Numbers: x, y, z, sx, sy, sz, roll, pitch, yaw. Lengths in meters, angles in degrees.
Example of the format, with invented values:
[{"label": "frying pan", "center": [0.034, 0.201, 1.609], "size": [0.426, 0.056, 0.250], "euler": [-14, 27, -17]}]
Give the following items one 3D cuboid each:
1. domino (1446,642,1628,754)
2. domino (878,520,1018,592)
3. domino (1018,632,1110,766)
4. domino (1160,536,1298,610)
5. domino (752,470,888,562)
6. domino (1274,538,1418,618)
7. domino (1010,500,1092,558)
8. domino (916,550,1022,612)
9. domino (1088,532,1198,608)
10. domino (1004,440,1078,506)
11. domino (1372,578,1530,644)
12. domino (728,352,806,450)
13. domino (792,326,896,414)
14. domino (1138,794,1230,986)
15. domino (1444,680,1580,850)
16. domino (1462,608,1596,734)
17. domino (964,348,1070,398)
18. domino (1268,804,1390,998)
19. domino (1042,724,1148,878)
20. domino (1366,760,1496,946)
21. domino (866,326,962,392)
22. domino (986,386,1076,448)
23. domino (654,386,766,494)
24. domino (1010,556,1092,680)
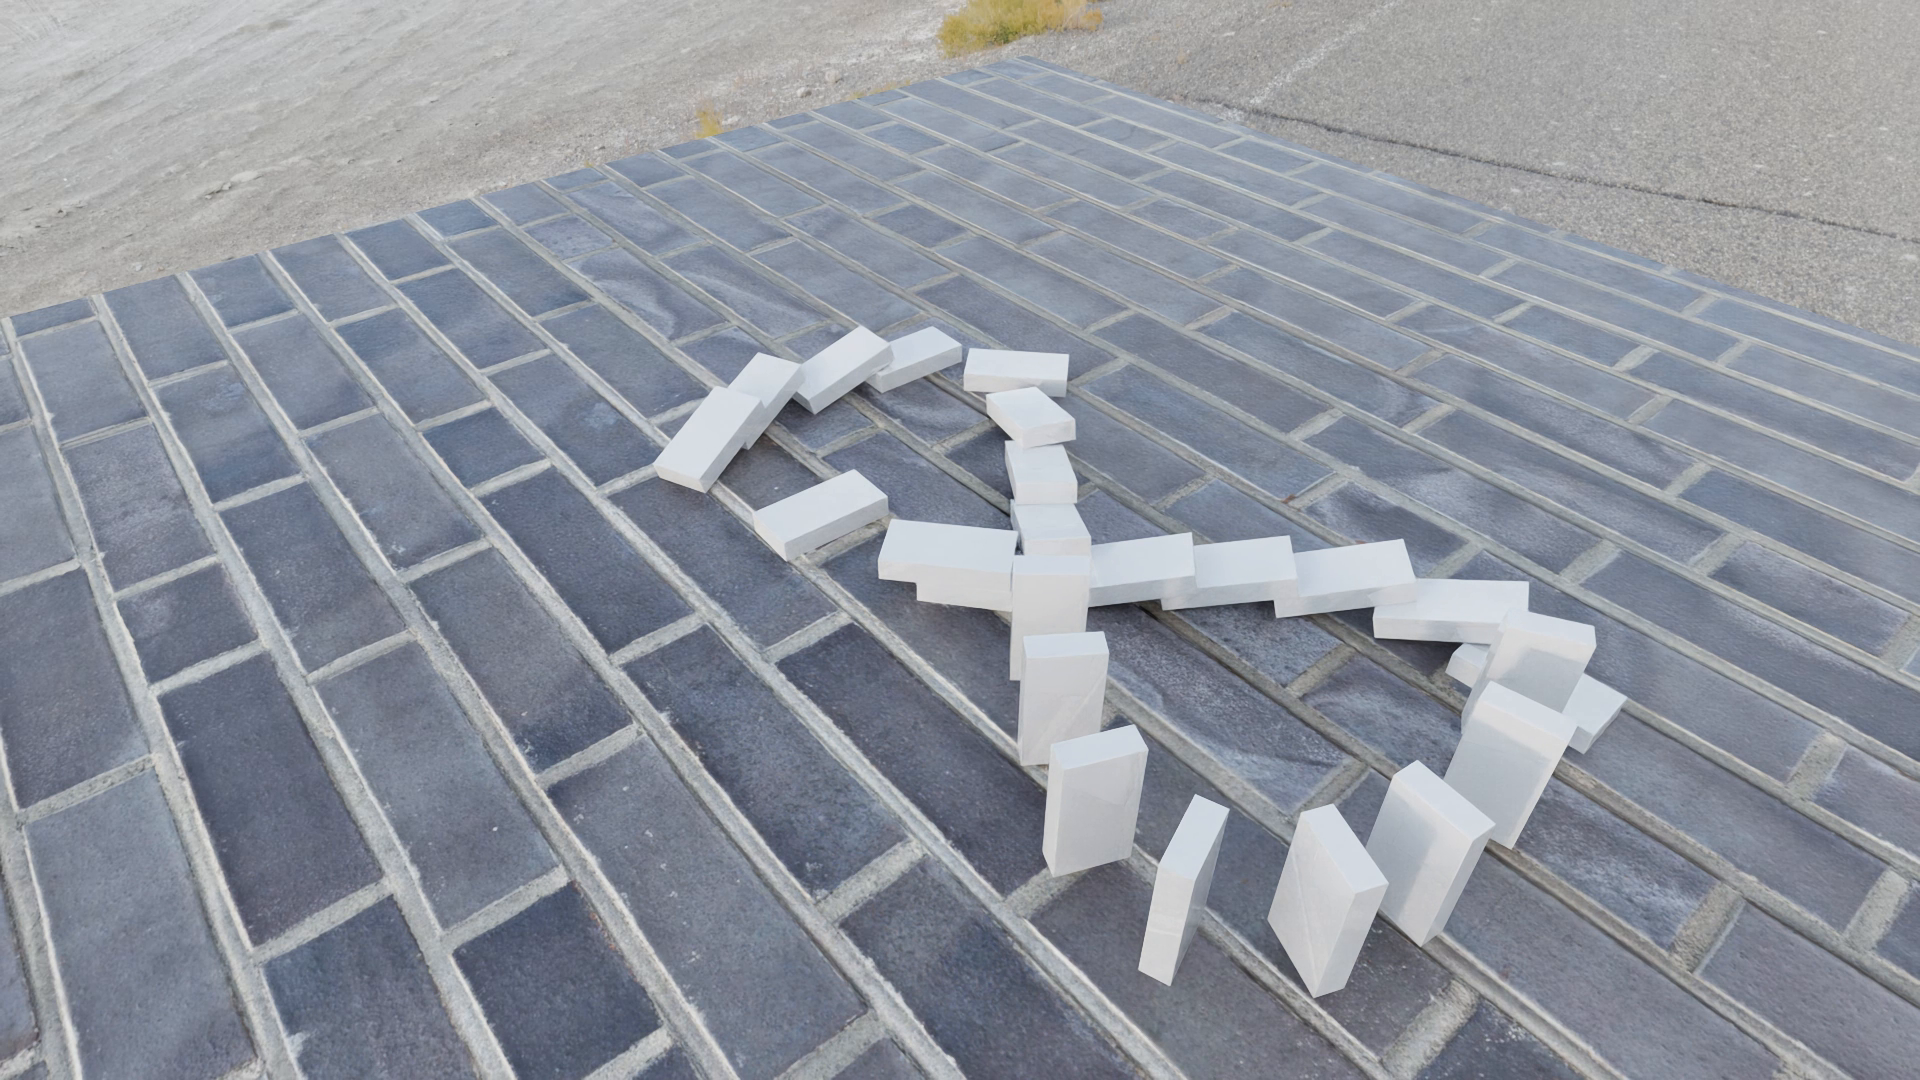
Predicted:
[{"label": "domino", "center": [0.199, 0.050, 0.382], "size": [0.025, 0.009, 0.050], "euler": [-29, 48, -31]}, {"label": "domino", "center": [-0.004, 0.006, 0.422], "size": [0.050, 0.010, 0.025], "euler": [6, 40, 7]}, {"label": "domino", "center": [0.032, 0.051, 0.349], "size": [0.025, 0.050, 0.009], "euler": [-3, 39, -4]}, {"label": "domino", "center": [0.102, 0.013, 0.419], "size": [0.050, 0.010, 0.025], "euler": [-7, 38, 13]}, {"label": "domino", "center": [-0.057, -0.011, 0.457], "size": [0.050, 0.009, 0.025], "euler": [-26, 46, -28]}, {"label": "domino", "center": [0.143, 0.015, 0.415], "size": [0.050, 0.009, 0.025], "euler": [-8, 37, 15]}, {"label": "domino", "center": [0.035, -0.005, 0.436], "size": [0.025, 0.010, 0.050], "euler": [-3, 20, -3]}, {"label": "domino", "center": [0.010, 0.015, 0.426], "size": [0.050, 0.010, 0.025], "euler": [6, 40, 8]}, {"label": "domino", "center": [0.064, 0.012, 0.419], "size": [0.050, 0.010, 0.025], "euler": [-8, 37, 14]}, {"label": "domino", "center": [0.034, -0.030, 0.470], "size": [0.025, 0.009, 0.050], "euler": [-2, 26, -2]}, {"label": "domino", "center": [0.179, 0.026, 0.401], "size": [0.050, 0.010, 0.025], "euler": [1, 34, 28]}, {"label": "domino", "center": [-0.097, -0.066, 0.515], "size": [0.025, 0.010, 0.050], "euler": [18, 56, 21]}, {"label": "domino", "center": [-0.059, -0.083, 0.535], "size": [0.050, 0.010, 0.025], "euler": [-38, 51, -18]}, {"label": "domino", "center": [0.060, 0.095, 0.296], "size": [0.009, 0.050, 0.025], "euler": [20, 44, 23]}, {"label": "domino", "center": [0.162, 0.068, 0.329], "size": [0.025, 0.050, 0.009], "euler": [28, 47, 30]}, {"label": "domino", "center": [0.182, 0.046, 0.355], "size": [0.025, 0.050, 0.009], "euler": [13, 41, 15]}, {"label": "domino", "center": [0.028, -0.083, 0.545], "size": [0.050, 0.009, 0.025], "euler": [5, 40, 5]}, {"label": "domino", "center": [0.097, 0.097, 0.293], "size": [0.009, 0.050, 0.025], "euler": [-11, 41, -13]}, {"label": "domino", "center": [0.038, 0.076, 0.318], "size": [0.025, 0.050, 0.009], "euler": [-11, 41, -13]}, {"label": "domino", "center": [0.127, 0.087, 0.305], "size": [0.010, 0.050, 0.025], "euler": [-22, 44, -25]}, {"label": "domino", "center": [-0.026, -0.092, 0.555], "size": [0.050, 0.010, 0.025], "euler": [-26, 46, -28]}, {"label": "domino", "center": [0.032, -0.057, 0.504], "size": [0.025, 0.009, 0.050], "euler": [-11, 27, -13]}, {"label": "domino", "center": [-0.111, -0.045, 0.488], "size": [0.025, 0.010, 0.050], "euler": [18, 58, 21]}, {"label": "domino", "center": [0.030, 0.027, 0.378], "size": [0.025, 0.050, 0.009], "euler": [0, 39, 0]}]
